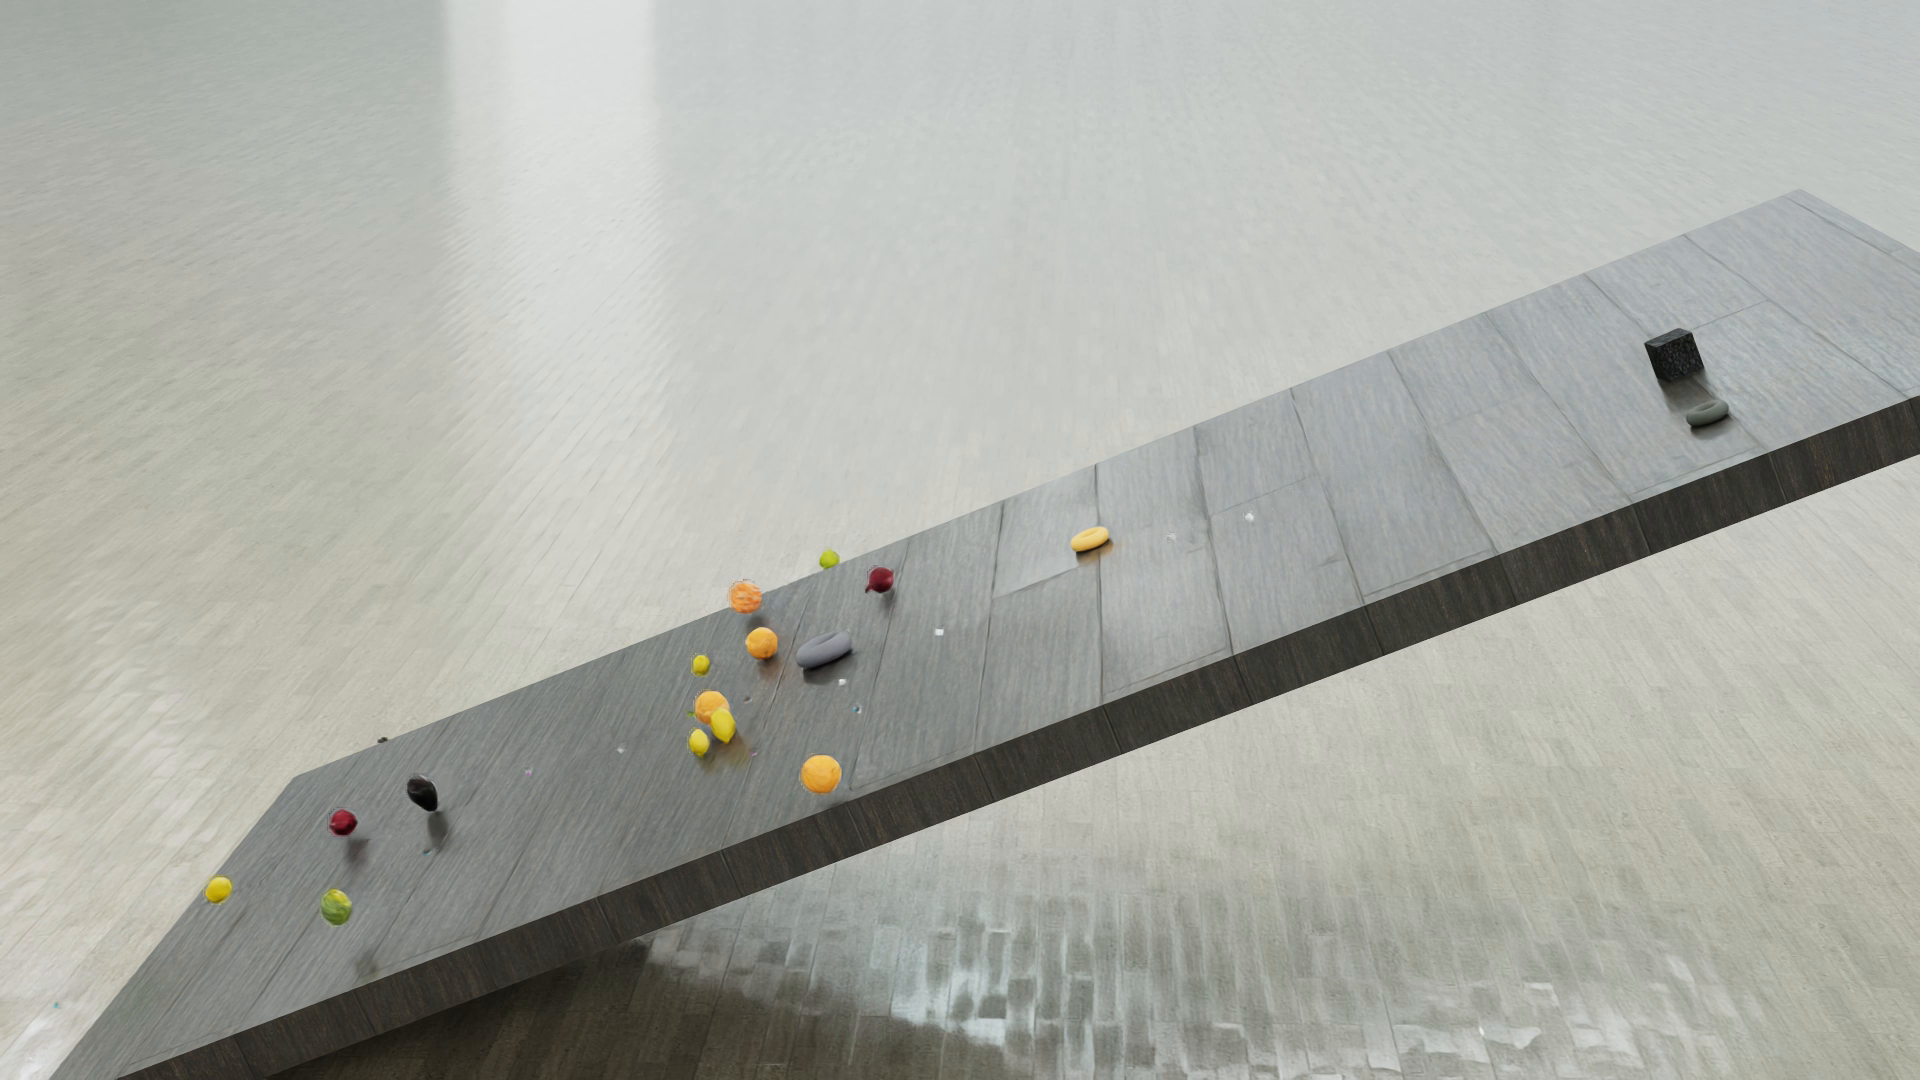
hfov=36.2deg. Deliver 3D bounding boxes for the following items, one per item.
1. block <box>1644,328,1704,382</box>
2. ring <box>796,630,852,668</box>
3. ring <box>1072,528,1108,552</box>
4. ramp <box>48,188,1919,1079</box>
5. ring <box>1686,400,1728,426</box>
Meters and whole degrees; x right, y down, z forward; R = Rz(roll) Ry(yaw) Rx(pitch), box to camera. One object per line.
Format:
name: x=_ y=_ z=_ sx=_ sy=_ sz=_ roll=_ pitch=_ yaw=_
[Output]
block: x=1.418 y=-0.367 z=5.842 sx=0.076 sy=0.076 sz=0.076 roll=-23 pitch=12 yaw=-1
ring: x=-0.298 y=0.239 z=6.430 sx=0.133 sy=0.044 sz=0.133 roll=-23 pitch=11 yaw=5
ring: x=0.284 y=-0.002 z=6.443 sx=0.088 sy=0.029 sz=0.088 roll=-21 pitch=13 yaw=5
ramp: x=0.125 y=0.173 z=6.289 sx=4.000 sy=0.100 sz=2.000 roll=-21 pitch=12 yaw=7
ring: x=1.386 y=-0.235 z=5.453 sx=0.080 sy=0.027 sz=0.080 roll=-23 pitch=11 yaw=5
